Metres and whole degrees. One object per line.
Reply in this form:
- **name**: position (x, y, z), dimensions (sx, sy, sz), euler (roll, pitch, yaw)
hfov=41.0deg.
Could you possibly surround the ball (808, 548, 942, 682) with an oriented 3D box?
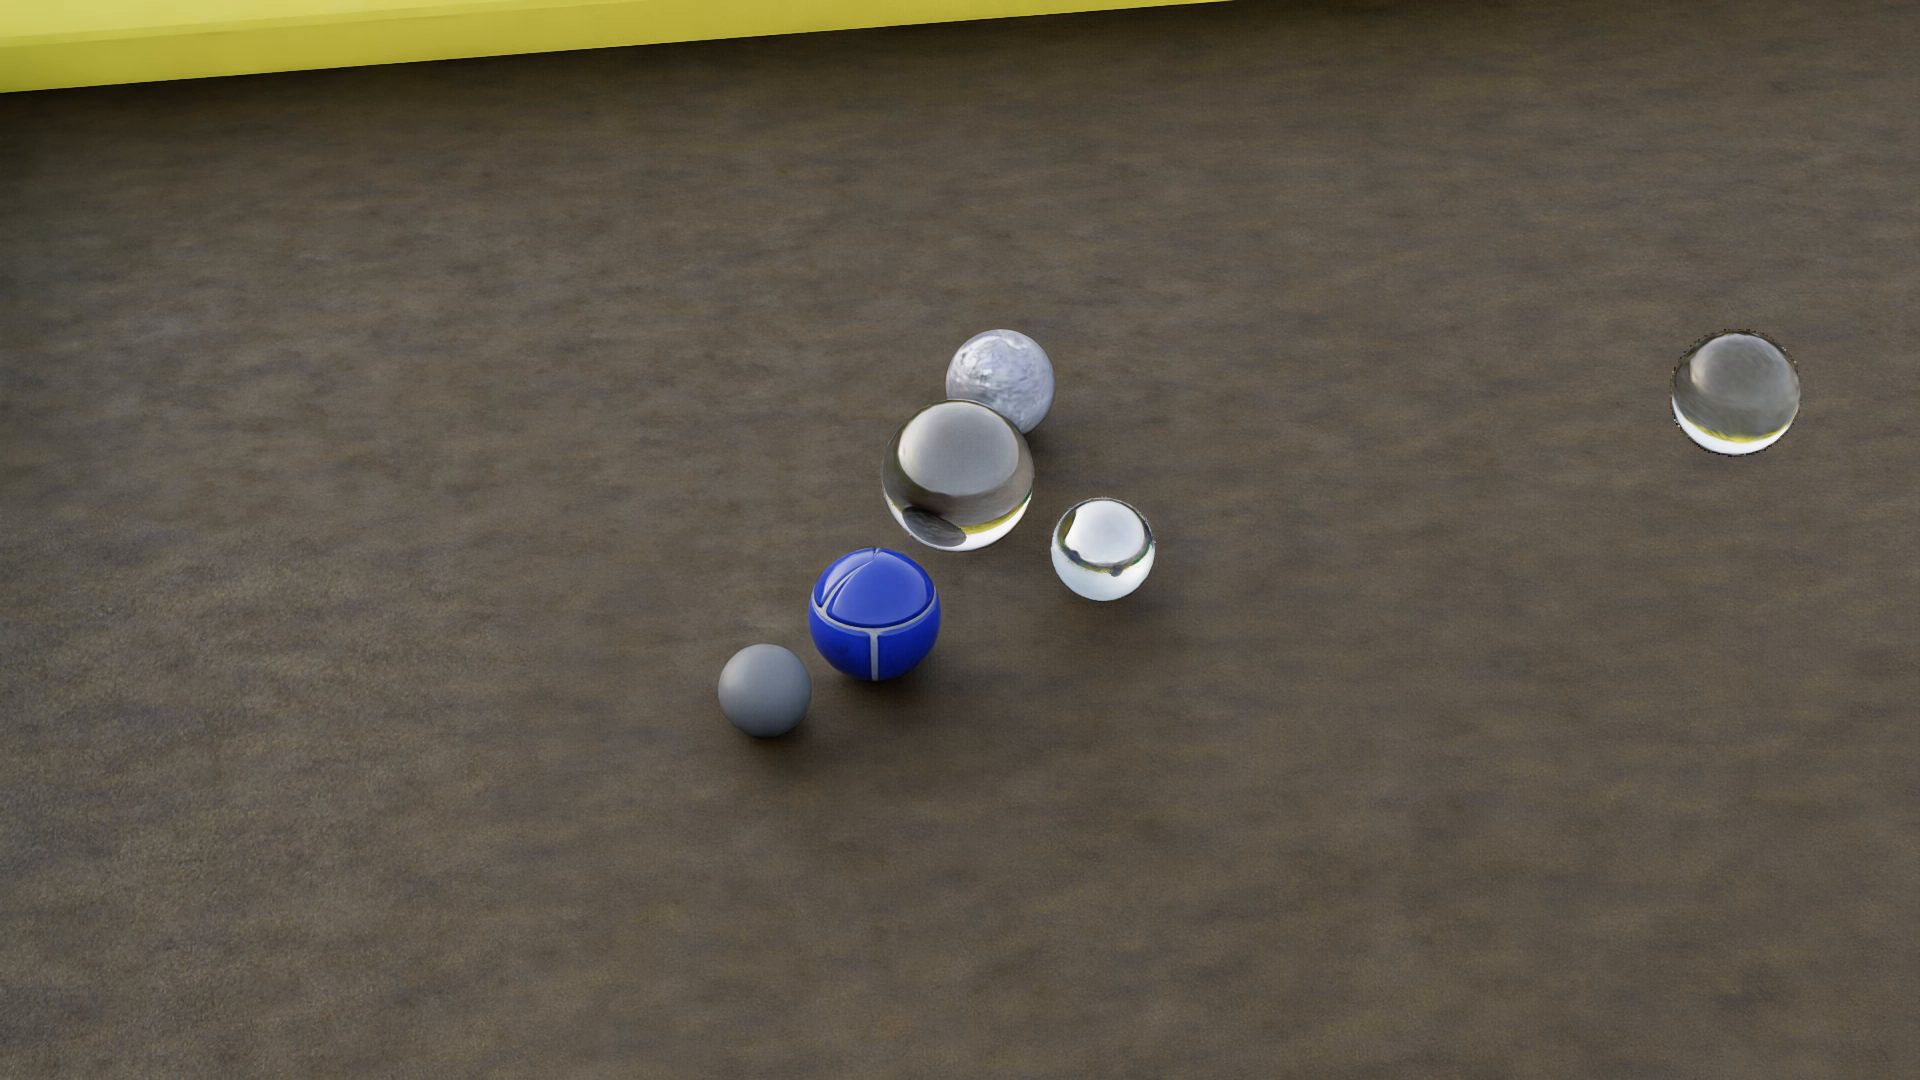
- **ball**: position (-0.052, 0.045, 1.548), dimensions (0.081, 0.081, 0.081), euler (0, 36, 0)

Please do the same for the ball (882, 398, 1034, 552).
- **ball**: position (-0.001, -0.042, 1.652), dimensions (0.099, 0.099, 0.099), euler (0, 36, 0)

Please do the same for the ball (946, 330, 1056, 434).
- **ball**: position (0.028, -0.107, 1.762), dimensions (0.076, 0.076, 0.076), euler (0, 36, 0)

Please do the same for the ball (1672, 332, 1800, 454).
- **ball**: position (0.528, -0.100, 1.746), dimensions (0.084, 0.084, 0.084), euler (0, 36, 0)

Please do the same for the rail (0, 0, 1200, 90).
- **rail**: position (0.580, -0.573, 2.360), dimensions (2.943, 0.128, 0.045), euler (-6, 36, -8)

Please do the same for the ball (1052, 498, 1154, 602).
- **ball**: position (0.090, 0.006, 1.615), dimensions (0.065, 0.065, 0.065), euler (0, 36, 0)

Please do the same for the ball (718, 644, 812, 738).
- **ball**: position (-0.115, 0.089, 1.509), dimensions (0.055, 0.055, 0.055), euler (0, 36, 0)
